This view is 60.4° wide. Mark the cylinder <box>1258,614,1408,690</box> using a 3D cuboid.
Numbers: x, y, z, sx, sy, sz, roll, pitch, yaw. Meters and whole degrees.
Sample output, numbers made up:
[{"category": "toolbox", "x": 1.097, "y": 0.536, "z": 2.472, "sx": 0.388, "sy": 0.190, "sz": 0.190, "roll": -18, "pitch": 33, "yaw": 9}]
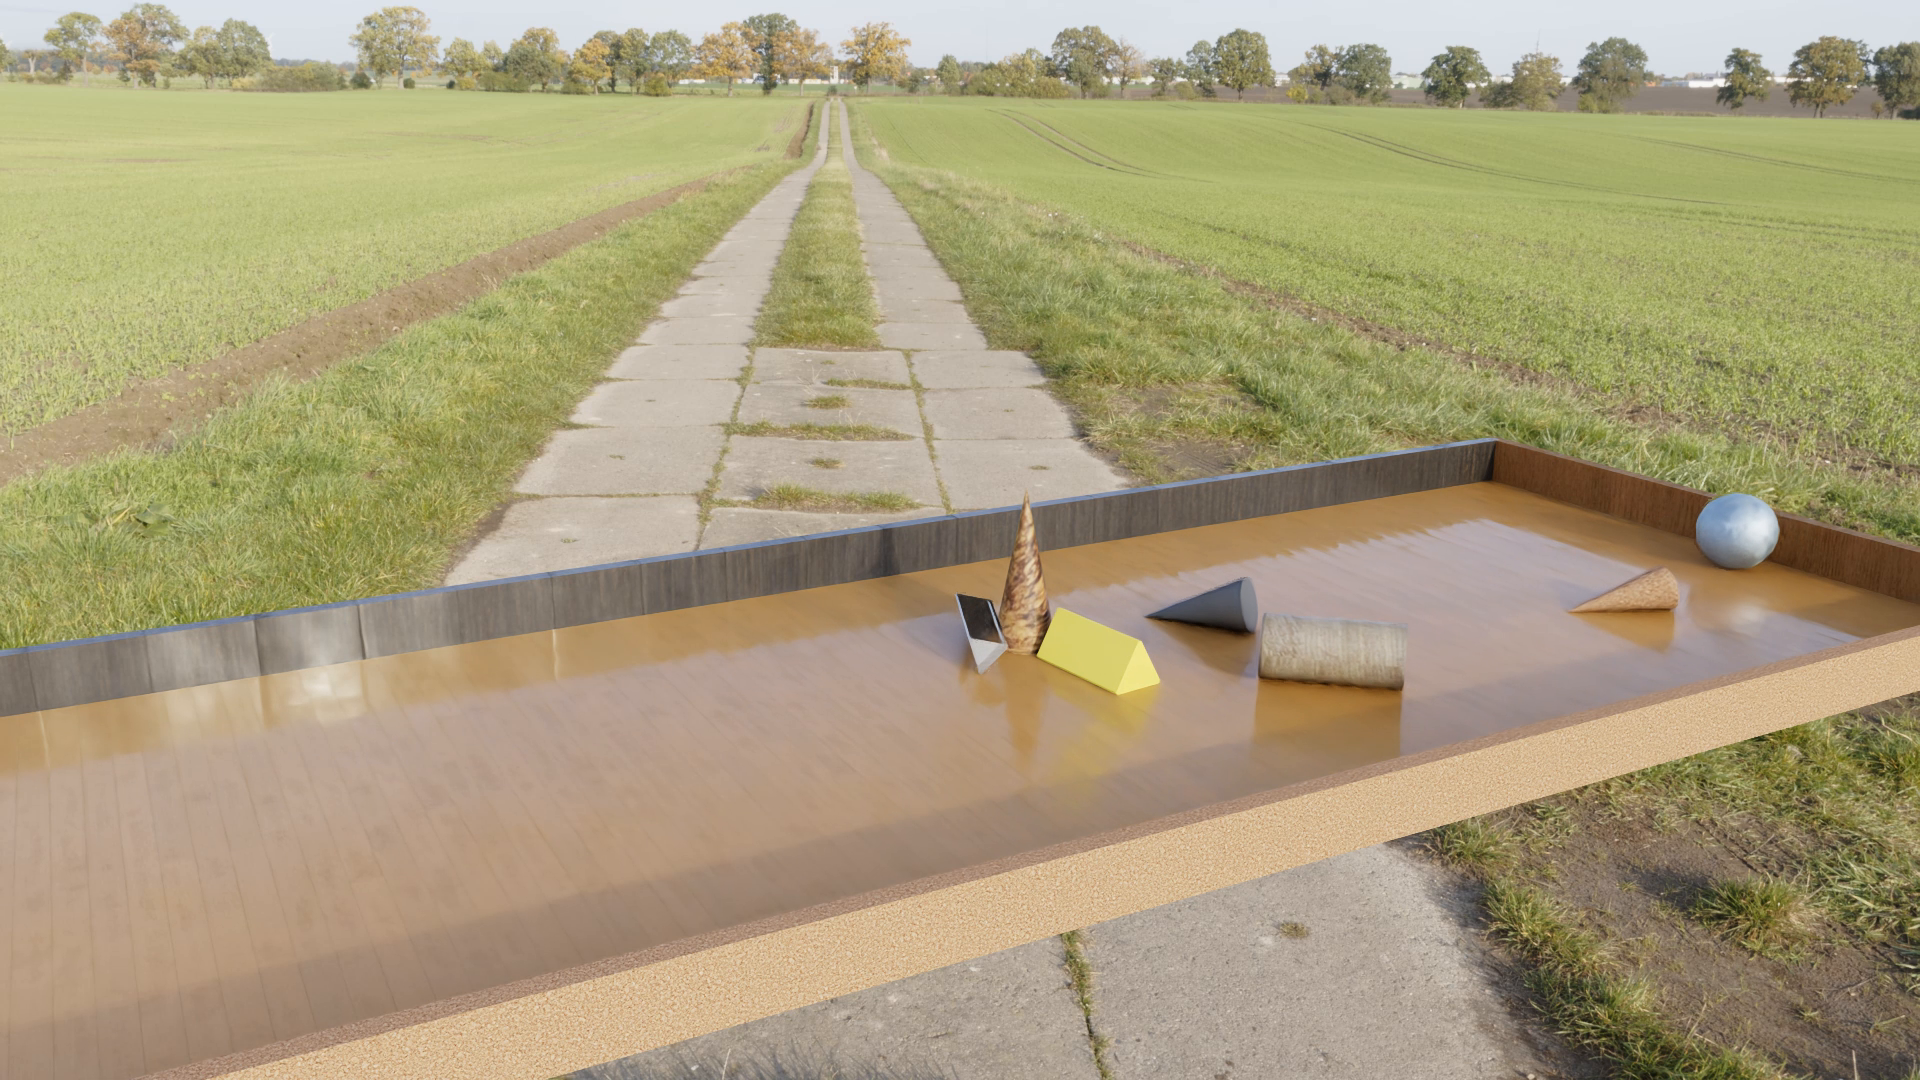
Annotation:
[{"category": "cylinder", "x": 0.931, "y": 0.278, "z": 4.119, "sx": 0.350, "sy": 0.163, "sz": 0.163, "roll": 4, "pitch": 17, "yaw": 14}]

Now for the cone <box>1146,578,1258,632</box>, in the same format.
[{"category": "cone", "x": 0.651, "y": 0.197, "z": 4.556, "sx": 0.307, "sy": 0.151, "sz": 0.151, "roll": -8, "pitch": 12, "yaw": 26}]

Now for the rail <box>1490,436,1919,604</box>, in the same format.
[{"category": "rail", "x": 2.466, "y": -0.048, "z": 5.253, "sx": 0.050, "sy": 0.150, "sz": 2.100, "roll": -9, "pitch": 18, "yaw": -27}]

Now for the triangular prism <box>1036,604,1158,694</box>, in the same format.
[{"category": "triangular prism", "x": 0.353, "y": 0.272, "z": 4.201, "sx": 0.142, "sy": 0.123, "sz": 0.317, "roll": -7, "pitch": 20, "yaw": -37}]

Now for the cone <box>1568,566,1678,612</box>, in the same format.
[{"category": "cone", "x": 1.857, "y": 0.170, "z": 4.668, "sx": 0.305, "sy": 0.126, "sz": 0.126, "roll": -13, "pitch": 17, "yaw": -3}]

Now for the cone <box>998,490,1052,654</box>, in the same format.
[{"category": "cone", "x": 0.173, "y": 0.070, "z": 4.355, "sx": 0.172, "sy": 0.430, "sz": 0.172, "roll": 0, "pitch": 16, "yaw": 0}]

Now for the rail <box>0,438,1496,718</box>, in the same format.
[{"category": "rail", "x": -3.305, "y": 0.497, "z": 3.399, "sx": 12.000, "sy": 0.150, "sz": 0.050, "roll": -9, "pitch": 18, "yaw": -27}]

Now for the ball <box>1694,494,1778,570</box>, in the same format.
[{"category": "ball", "x": 2.371, "y": -0.027, "z": 5.036, "sx": 0.232, "sy": 0.232, "sz": 0.232, "roll": 0, "pitch": 16, "yaw": 0}]

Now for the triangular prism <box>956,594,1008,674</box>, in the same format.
[{"category": "triangular prism", "x": 0.038, "y": 0.227, "z": 4.345, "sx": 0.088, "sy": 0.102, "sz": 0.361, "roll": 41, "pitch": 8, "yaw": -15}]

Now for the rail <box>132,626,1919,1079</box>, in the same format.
[{"category": "rail", "x": -2.336, "y": 1.006, "z": 1.665, "sx": 12.000, "sy": 0.150, "sz": 0.050, "roll": -9, "pitch": 18, "yaw": -27}]
